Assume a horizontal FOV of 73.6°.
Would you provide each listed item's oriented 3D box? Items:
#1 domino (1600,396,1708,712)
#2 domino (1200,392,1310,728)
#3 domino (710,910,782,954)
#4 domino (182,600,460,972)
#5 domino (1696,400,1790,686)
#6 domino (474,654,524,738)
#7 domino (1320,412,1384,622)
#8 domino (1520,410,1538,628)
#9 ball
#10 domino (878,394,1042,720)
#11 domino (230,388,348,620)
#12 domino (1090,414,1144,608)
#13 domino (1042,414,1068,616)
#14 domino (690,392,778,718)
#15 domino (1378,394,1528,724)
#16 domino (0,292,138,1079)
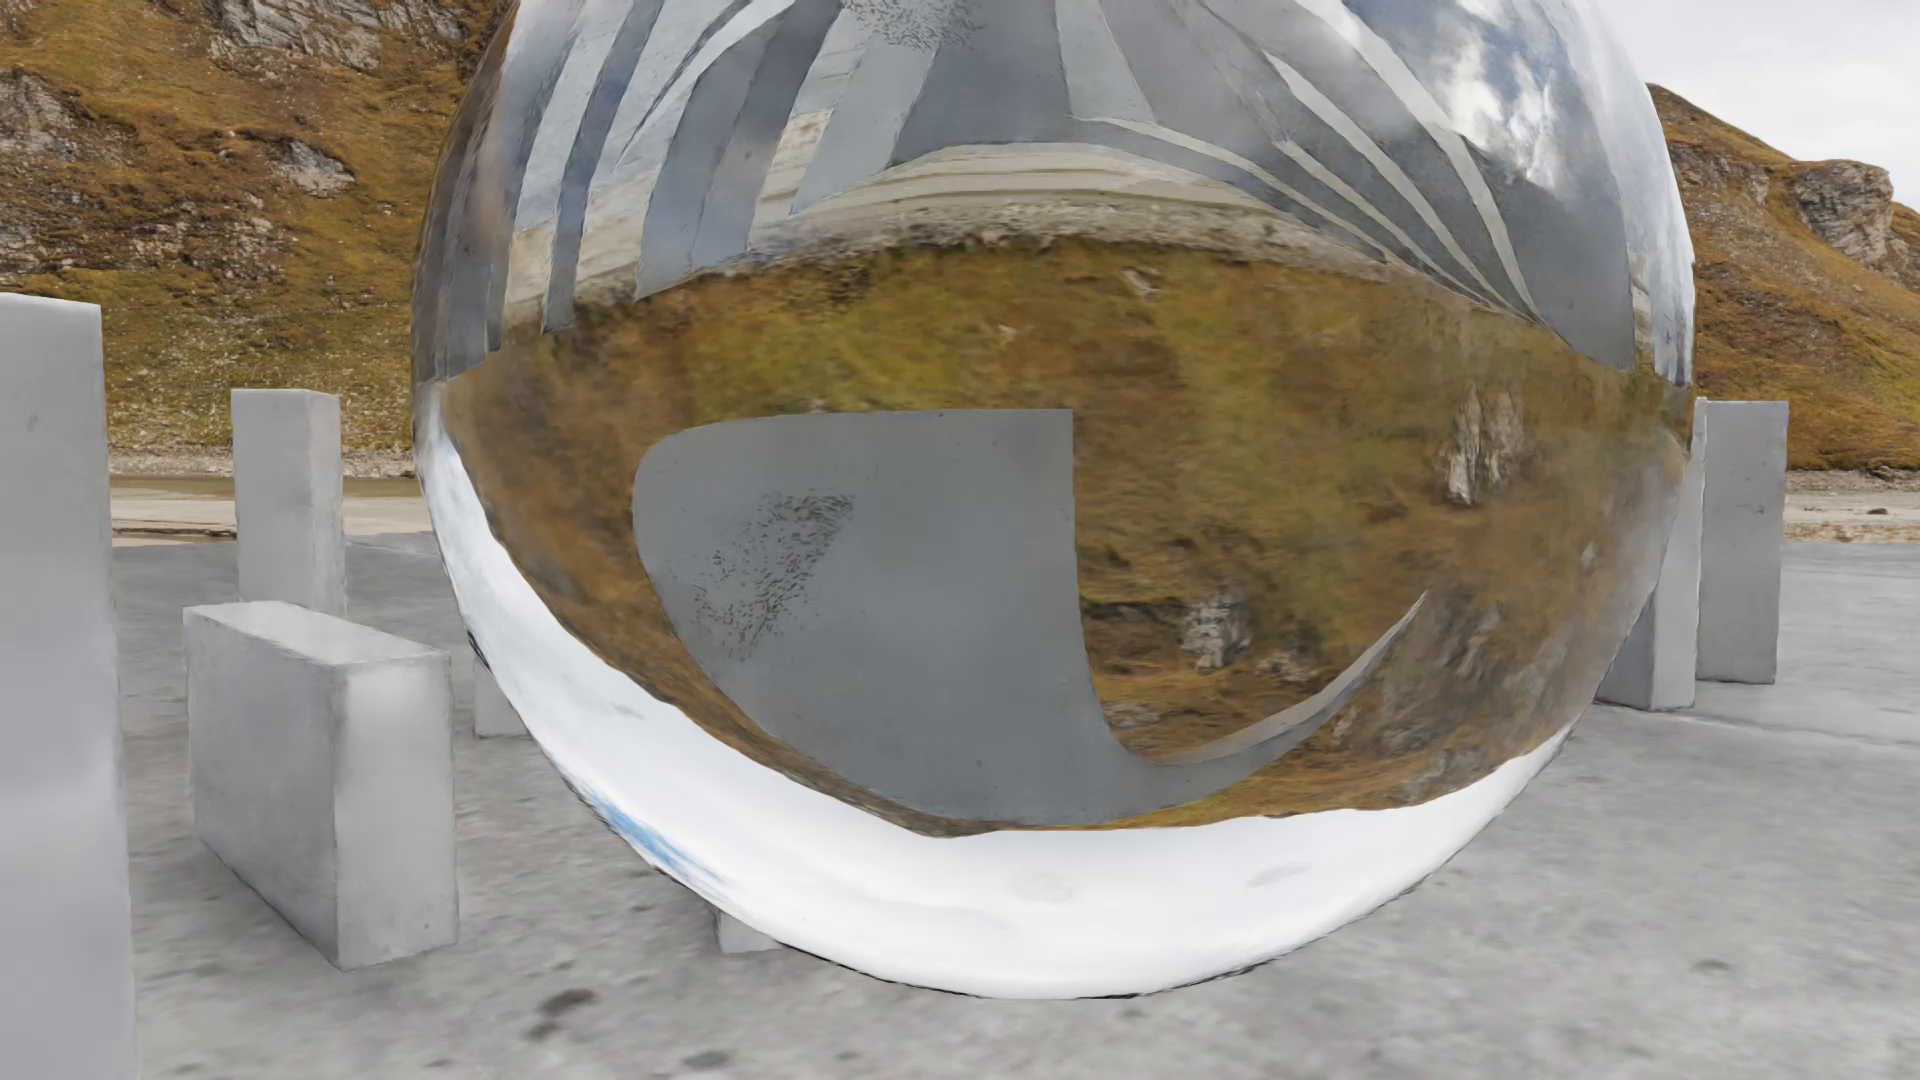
[{"bbox_3d":[0.110,0.001,0.215,0.010,0.050,0.025,-2,5,-22],"label":"domino"},{"bbox_3d":[0.046,0.002,0.203,0.009,0.050,0.025,0,4,-3],"label":"domino"},{"bbox_3d":[-0.015,0.028,0.134,0.025,0.009,0.050,-1,4,-15],"label":"domino"},{"bbox_3d":[-0.063,0.021,0.124,0.010,0.025,0.050,-4,6,-42],"label":"domino"},{"bbox_3d":[0.135,0.000,0.234,0.025,0.050,0.009,2,5,28],"label":"domino"},{"bbox_3d":[-0.067,0.003,0.197,0.009,0.050,0.025,-1,4,-7],"label":"domino"},{"bbox_3d":[0.100,-0.006,0.317,0.009,0.050,0.025,4,6,40],"label":"domino"},{"bbox_3d":[0.122,-0.004,0.294,0.025,0.050,0.009,-3,5,-37],"label":"domino"},{"bbox_3d":[0.005,-0.010,0.089,0.080,0.080,0.080,0,4,0],"label":"ball"},{"bbox_3d":[0.000,0.002,0.201,0.025,0.050,0.009,0,4,0],"label":"domino"},{"bbox_3d":[-0.099,0.003,0.190,0.010,0.050,0.025,-1,4,-16],"label":"domino"},{"bbox_3d":[0.042,-0.008,0.342,0.010,0.050,0.025,0,4,-4],"label":"domino"},{"bbox_3d":[0.014,-0.007,0.327,0.025,0.050,0.010,3,5,33],"label":"domino"},{"bbox_3d":[-0.035,0.003,0.199,0.009,0.050,0.025,0,4,-2],"label":"domino"},{"bbox_3d":[0.078,0.002,0.206,0.010,0.050,0.025,-1,4,-11],"label":"domino"},{"bbox_3d":[-0.053,0.013,0.060,0.009,0.050,0.025,1,4,9],"label":"domino"}]
